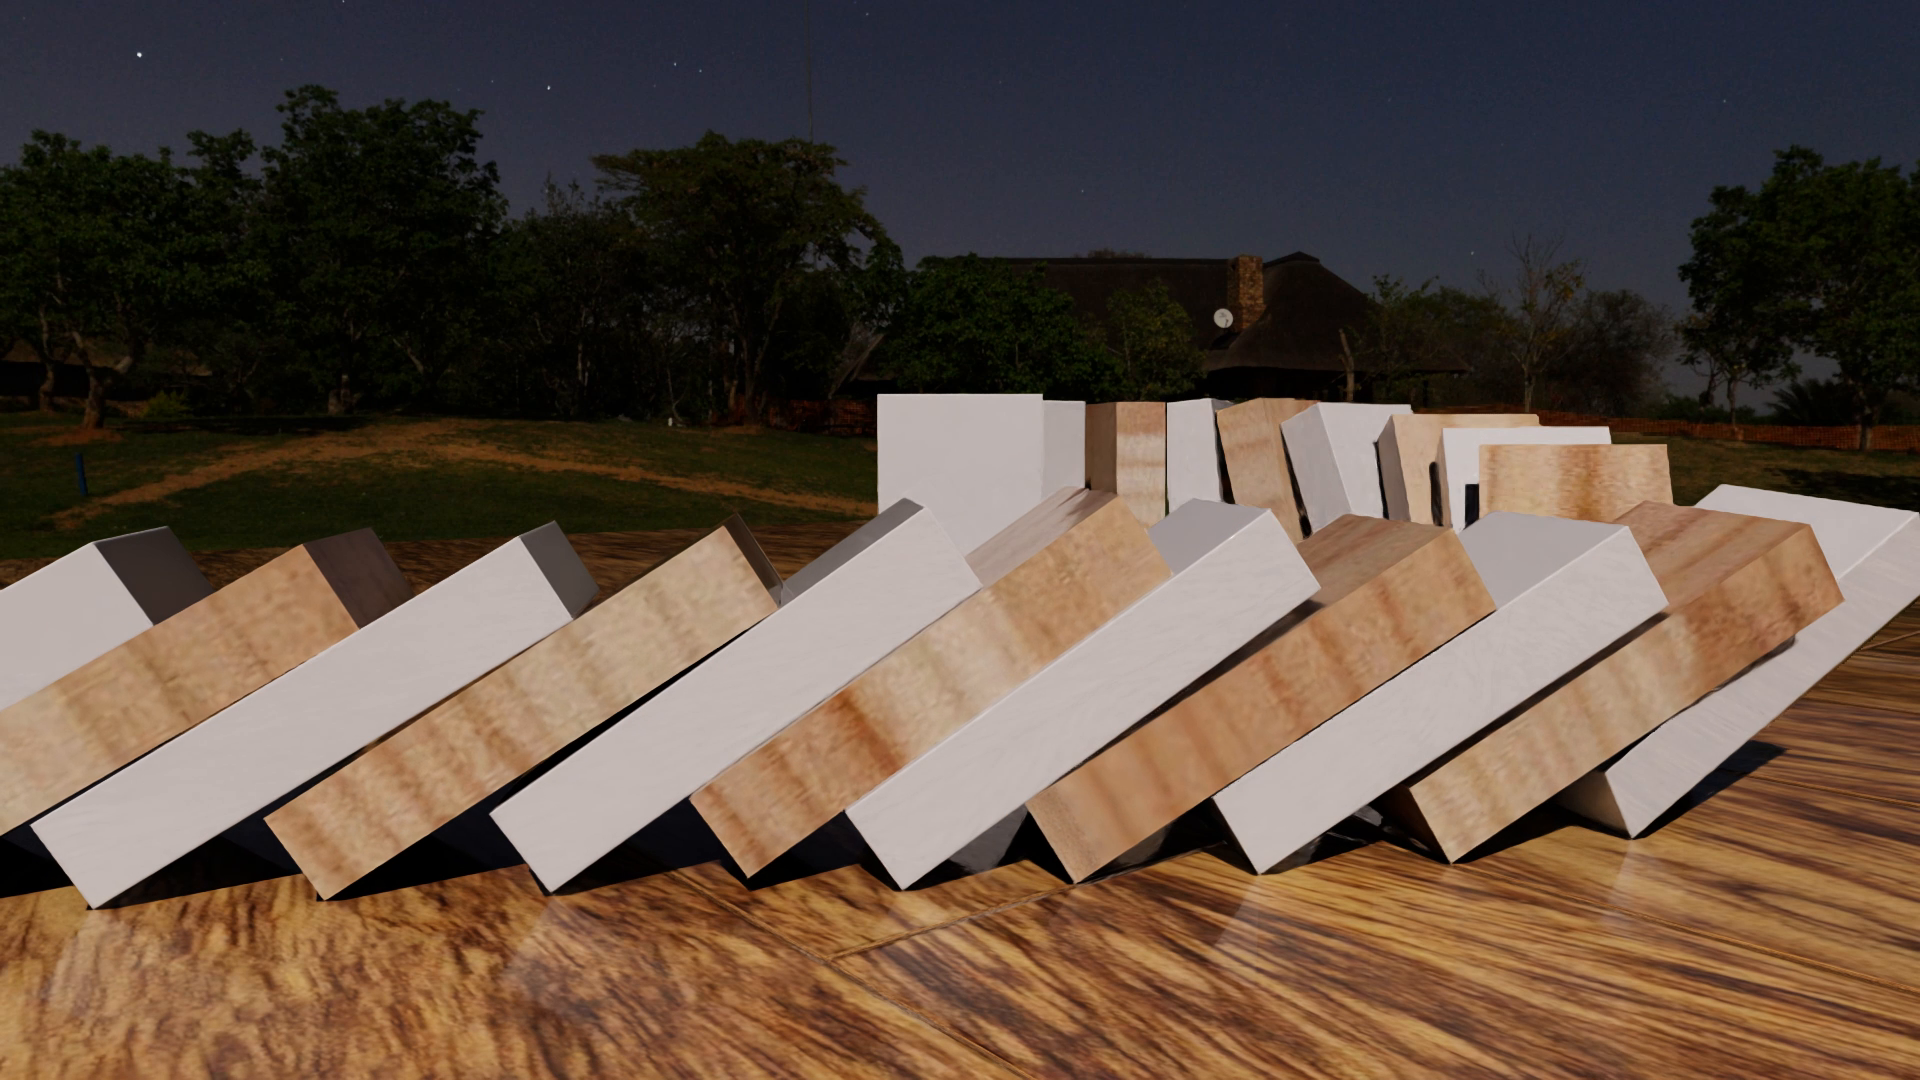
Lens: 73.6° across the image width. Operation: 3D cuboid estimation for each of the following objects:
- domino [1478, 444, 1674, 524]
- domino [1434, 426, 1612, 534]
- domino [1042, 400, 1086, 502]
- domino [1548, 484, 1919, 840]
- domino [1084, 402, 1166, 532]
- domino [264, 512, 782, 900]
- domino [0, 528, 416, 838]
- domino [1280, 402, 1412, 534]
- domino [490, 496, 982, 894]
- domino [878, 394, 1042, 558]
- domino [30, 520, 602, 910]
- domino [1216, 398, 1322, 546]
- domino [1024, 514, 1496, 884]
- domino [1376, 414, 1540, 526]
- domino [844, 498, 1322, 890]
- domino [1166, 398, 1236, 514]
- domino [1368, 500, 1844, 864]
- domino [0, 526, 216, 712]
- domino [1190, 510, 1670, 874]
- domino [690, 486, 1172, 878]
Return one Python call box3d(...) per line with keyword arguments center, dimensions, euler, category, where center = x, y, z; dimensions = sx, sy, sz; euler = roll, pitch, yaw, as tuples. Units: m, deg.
box3d(center=(0.085, 0.008, 0.178), dimensions=(0.025, 0.050, 0.010), euler=(2, -40, 21), category="domino")
box3d(center=(0.088, 0.005, 0.196), dimensions=(0.025, 0.050, 0.010), euler=(1, -34, 12), category="domino")
box3d(center=(0.011, 0.000, 0.238), dimensions=(0.009, 0.050, 0.025), euler=(-3, 5, -34), category="domino")
box3d(center=(0.086, 0.012, 0.153), dimensions=(0.050, 0.010, 0.025), euler=(-34, 19, -11), category="domino")
box3d(center=(0.030, -0.001, 0.246), dimensions=(0.010, 0.050, 0.025), euler=(-2, 5, -14), category="domino")
box3d(center=(-0.042, 0.015, 0.133), dimensions=(0.050, 0.010, 0.025), euler=(-33, 7, -4), category="domino")
box3d(center=(-0.082, 0.016, 0.129), dimensions=(0.050, 0.010, 0.025), euler=(-31, 9, -7), category="domino")
box3d(center=(0.076, 0.001, 0.229), dimensions=(0.025, 0.050, 0.009), euler=(-3, -18, -33), category="domino")
box3d(center=(-0.022, 0.014, 0.134), dimensions=(0.050, 0.009, 0.025), euler=(-35, 8, -3), category="domino")
box3d(center=(0.000, 0.002, 0.201), dimensions=(0.025, 0.050, 0.010), euler=(0, 4, 0), category="domino")
box3d(center=(-0.063, 0.016, 0.132), dimensions=(0.050, 0.010, 0.025), euler=(-32, 9, -6), category="domino")
box3d(center=(0.063, -0.001, 0.239), dimensions=(0.010, 0.050, 0.025), euler=(-15, -7, 40), category="domino")
box3d(center=(0.028, 0.015, 0.137), dimensions=(0.050, 0.009, 0.025), euler=(-32, 7, -4), category="domino")
box3d(center=(0.087, 0.003, 0.214), dimensions=(0.025, 0.050, 0.010), euler=(0, -27, 0), category="domino")
box3d(center=(0.011, 0.014, 0.135), dimensions=(0.050, 0.009, 0.025), euler=(-35, 8, -3), category="domino")
box3d(center=(0.048, -0.001, 0.246), dimensions=(0.010, 0.050, 0.025), euler=(-5, 2, 22), category="domino")
box3d(center=(0.067, 0.014, 0.143), dimensions=(0.050, 0.010, 0.025), euler=(-32, 11, -4), category="domino")
box3d(center=(-0.103, 0.016, 0.126), dimensions=(0.050, 0.009, 0.025), euler=(-32, 13, -13), category="domino")
box3d(center=(0.047, 0.015, 0.140), dimensions=(0.050, 0.009, 0.025), euler=(-32, 8, -4), category="domino")
box3d(center=(-0.004, 0.013, 0.135), dimensions=(0.050, 0.010, 0.025), euler=(-35, 8, -4), category="domino")
